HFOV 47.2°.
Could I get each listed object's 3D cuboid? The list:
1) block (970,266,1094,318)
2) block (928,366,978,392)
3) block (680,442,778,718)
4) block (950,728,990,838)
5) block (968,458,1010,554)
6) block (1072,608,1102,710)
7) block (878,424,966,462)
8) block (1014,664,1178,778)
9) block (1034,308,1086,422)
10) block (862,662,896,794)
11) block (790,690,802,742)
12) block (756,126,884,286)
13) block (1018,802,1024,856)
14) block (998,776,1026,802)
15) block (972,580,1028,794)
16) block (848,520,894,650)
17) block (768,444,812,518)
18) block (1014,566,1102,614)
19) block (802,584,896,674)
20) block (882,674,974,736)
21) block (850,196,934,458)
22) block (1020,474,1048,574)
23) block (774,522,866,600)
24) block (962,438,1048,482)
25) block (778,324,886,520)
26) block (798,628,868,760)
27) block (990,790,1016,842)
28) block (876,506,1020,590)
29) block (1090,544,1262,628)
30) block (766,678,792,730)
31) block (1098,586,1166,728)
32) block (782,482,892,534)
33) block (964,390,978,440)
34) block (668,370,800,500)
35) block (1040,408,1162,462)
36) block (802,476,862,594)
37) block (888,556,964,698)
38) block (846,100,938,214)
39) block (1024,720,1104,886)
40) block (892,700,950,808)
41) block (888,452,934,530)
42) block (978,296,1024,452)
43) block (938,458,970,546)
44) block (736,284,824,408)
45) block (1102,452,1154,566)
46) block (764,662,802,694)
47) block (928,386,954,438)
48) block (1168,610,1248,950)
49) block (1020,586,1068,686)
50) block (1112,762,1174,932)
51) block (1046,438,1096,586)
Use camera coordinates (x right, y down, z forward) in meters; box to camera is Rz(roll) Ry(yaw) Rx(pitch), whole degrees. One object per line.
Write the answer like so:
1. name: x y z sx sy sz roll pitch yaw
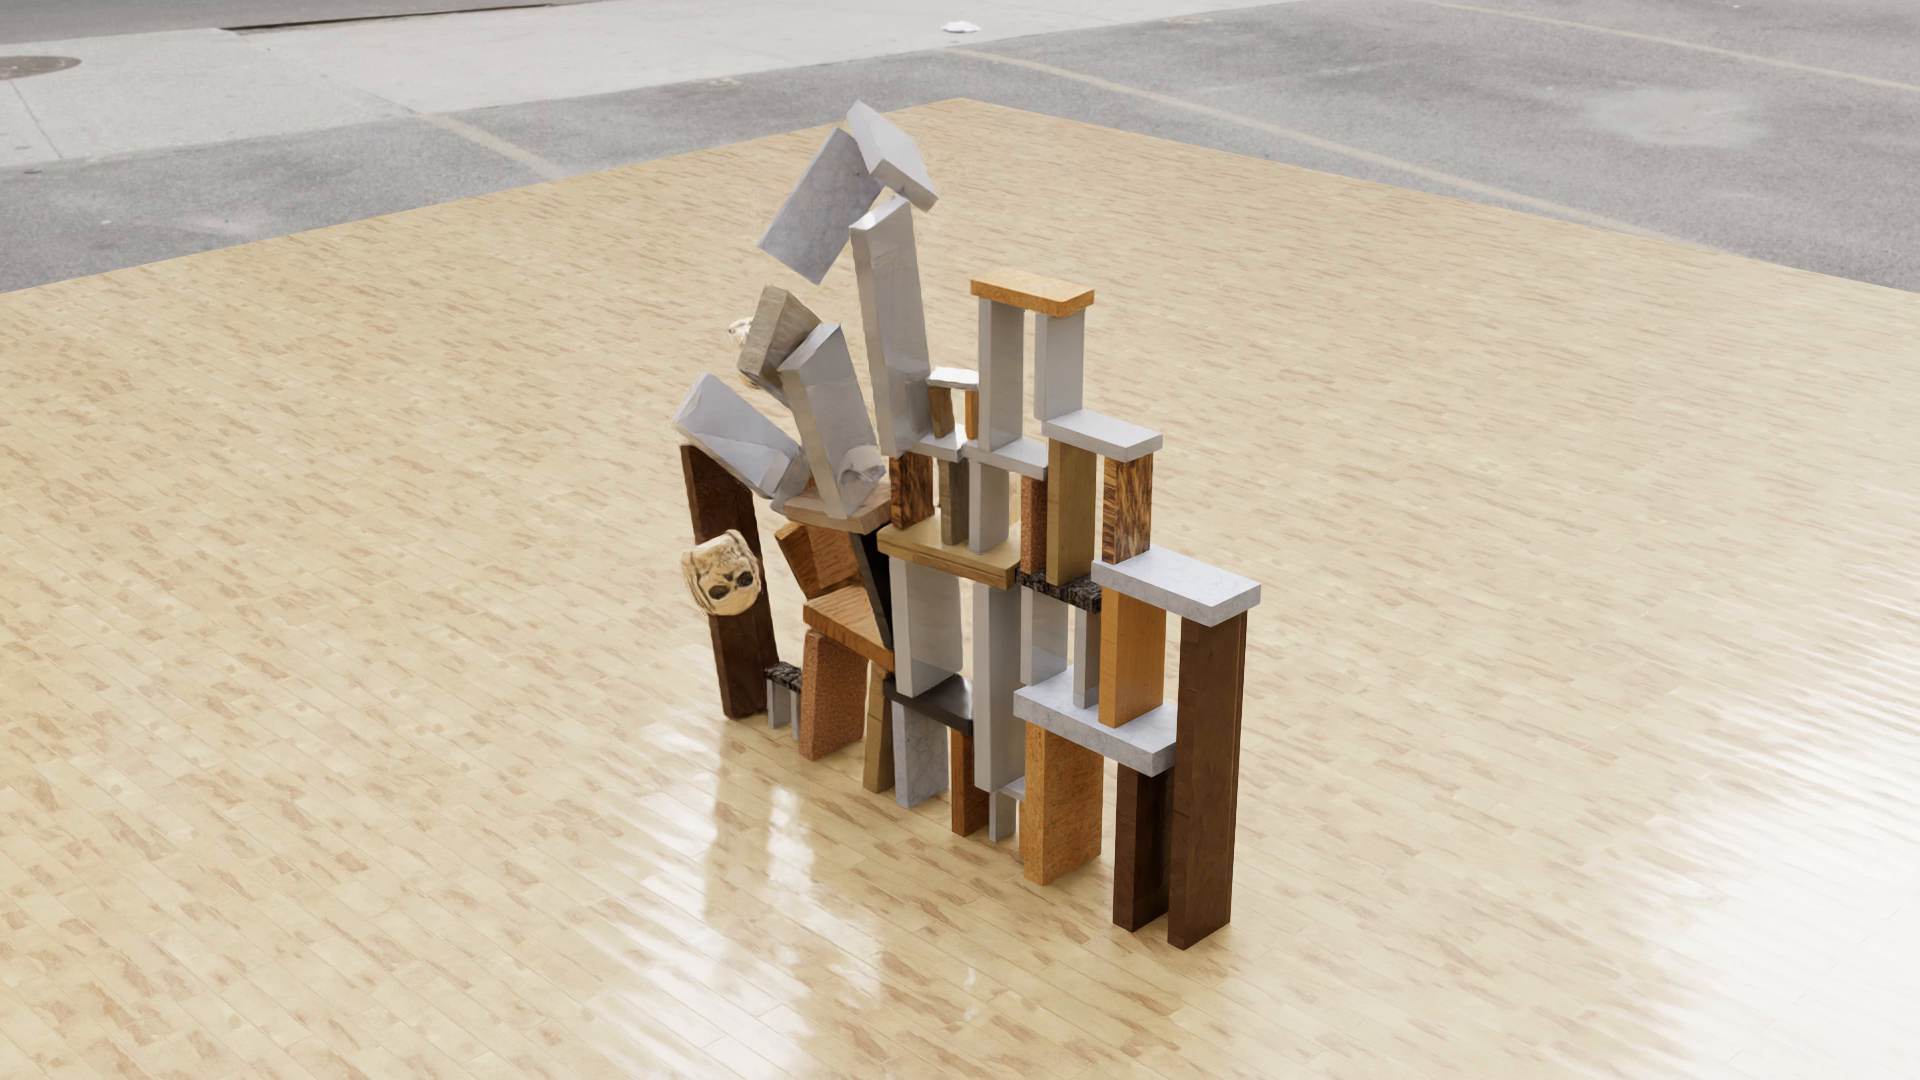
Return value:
1. block: 0.126 -0.438 3.879 0.198 0.028 0.099 18 30 33
2. block: -0.004 -0.295 4.027 0.100 0.014 0.050 8 34 21
3. block: -0.495 0.077 4.803 0.135 0.611 0.038 -17 16 -33
4. block: 0.036 0.458 4.369 0.034 0.241 0.121 21 32 39
5. block: 0.054 -0.077 4.099 0.026 0.184 0.092 17 29 33
6. block: 0.253 0.202 4.037 0.100 0.200 0.028 -21 31 -41
7. block: -0.054 -0.192 4.112 0.180 0.026 0.090 15 36 32
8. block: 0.280 0.329 4.056 0.170 0.048 0.339 -21 31 -41
9. block: 0.176 -0.318 3.891 0.028 0.198 0.099 22 31 40
10. block: -0.123 0.364 4.518 0.042 0.298 0.149 28 35 36
11. block: -0.335 0.369 4.739 0.017 0.119 0.059 21 31 41
12. block: -0.247 -0.617 4.069 0.132 0.264 0.037 32 7 -17
13. block: 0.142 0.555 4.300 0.060 0.120 0.017 -21 31 -41
14. block: 0.113 0.481 4.300 0.120 0.017 0.060 21 31 40
15. block: 0.093 0.260 4.230 0.043 0.443 0.152 21 32 40
16. block: -0.124 0.071 4.342 0.134 0.267 0.038 -33 31 -30
17. block: -0.305 -0.176 4.466 0.047 0.330 0.165 28 67 -4
18. block: 0.206 0.079 4.036 0.200 0.028 0.100 21 31 41
19. block: -0.172 0.179 4.506 0.149 0.042 0.298 -19 32 -38
20. block: -0.026 0.311 4.359 0.241 0.034 0.121 21 34 40
21. block: -0.117 -0.378 3.956 0.037 0.462 0.132 16 39 30
22. block: 0.152 -0.041 4.035 0.026 0.192 0.092 21 31 41
23. block: -0.305 0.056 4.933 0.135 0.271 0.038 -37 37 -17
24. block: 0.104 -0.157 4.023 0.184 0.026 0.092 18 30 33
25. block: -0.241 -0.225 4.199 0.047 0.334 0.165 3 36 29
26. block: -0.265 0.308 4.650 0.042 0.298 0.149 28 35 37
27. block: 0.085 0.532 4.353 0.017 0.120 0.060 21 31 40
28. block: 0.008 0.011 4.188 0.304 0.043 0.152 16 31 33
29. block: 0.377 0.074 3.849 0.272 0.039 0.136 21 31 41
30. block: -0.391 0.347 4.790 0.017 0.119 0.059 21 31 41
31. block: 0.313 0.192 3.969 0.039 0.272 0.136 21 31 41
32. block: -0.220 -0.072 4.344 0.134 0.038 0.267 -33 25 -30
33. block: 0.028 -0.239 4.043 0.014 0.100 0.050 14 32 27
34. block: -0.471 -0.219 4.644 0.038 0.271 0.135 -8 47 57
35. block: 0.249 -0.186 3.871 0.198 0.028 0.099 21 31 40
36. block: -0.258 -0.032 4.697 0.134 0.267 0.038 -24 -27 21
37. block: -0.065 0.142 4.322 0.043 0.304 0.152 19 32 37
38. block: -0.124 -0.697 3.986 0.132 0.037 0.264 32 22 -30
39. block: 0.200 0.476 4.205 0.048 0.339 0.170 21 31 41
40. block: -0.080 0.414 4.470 0.034 0.241 0.121 21 33 39
41. block: -0.093 -0.118 4.204 0.025 0.180 0.090 22 35 38
42. block: 0.074 -0.311 3.979 0.028 0.288 0.099 18 30 34
43. block: 0.000 -0.087 4.134 0.026 0.180 0.090 17 33 34
44. block: -0.322 -0.354 4.169 0.047 0.165 0.330 17 -6 16
45. block: 0.295 -0.064 3.872 0.028 0.198 0.099 21 31 41
46. block: -0.363 0.296 4.738 0.119 0.017 0.059 21 31 41
47. block: -0.034 -0.245 4.066 0.014 0.105 0.050 14 38 30
48. block: 0.441 0.420 3.927 0.039 0.659 0.136 21 31 41
49. block: 0.159 0.165 4.124 0.028 0.200 0.100 21 31 41
50. block: 0.360 0.538 4.058 0.048 0.339 0.170 21 31 41
51. block: 0.202 -0.062 3.974 0.028 0.280 0.099 21 31 41
